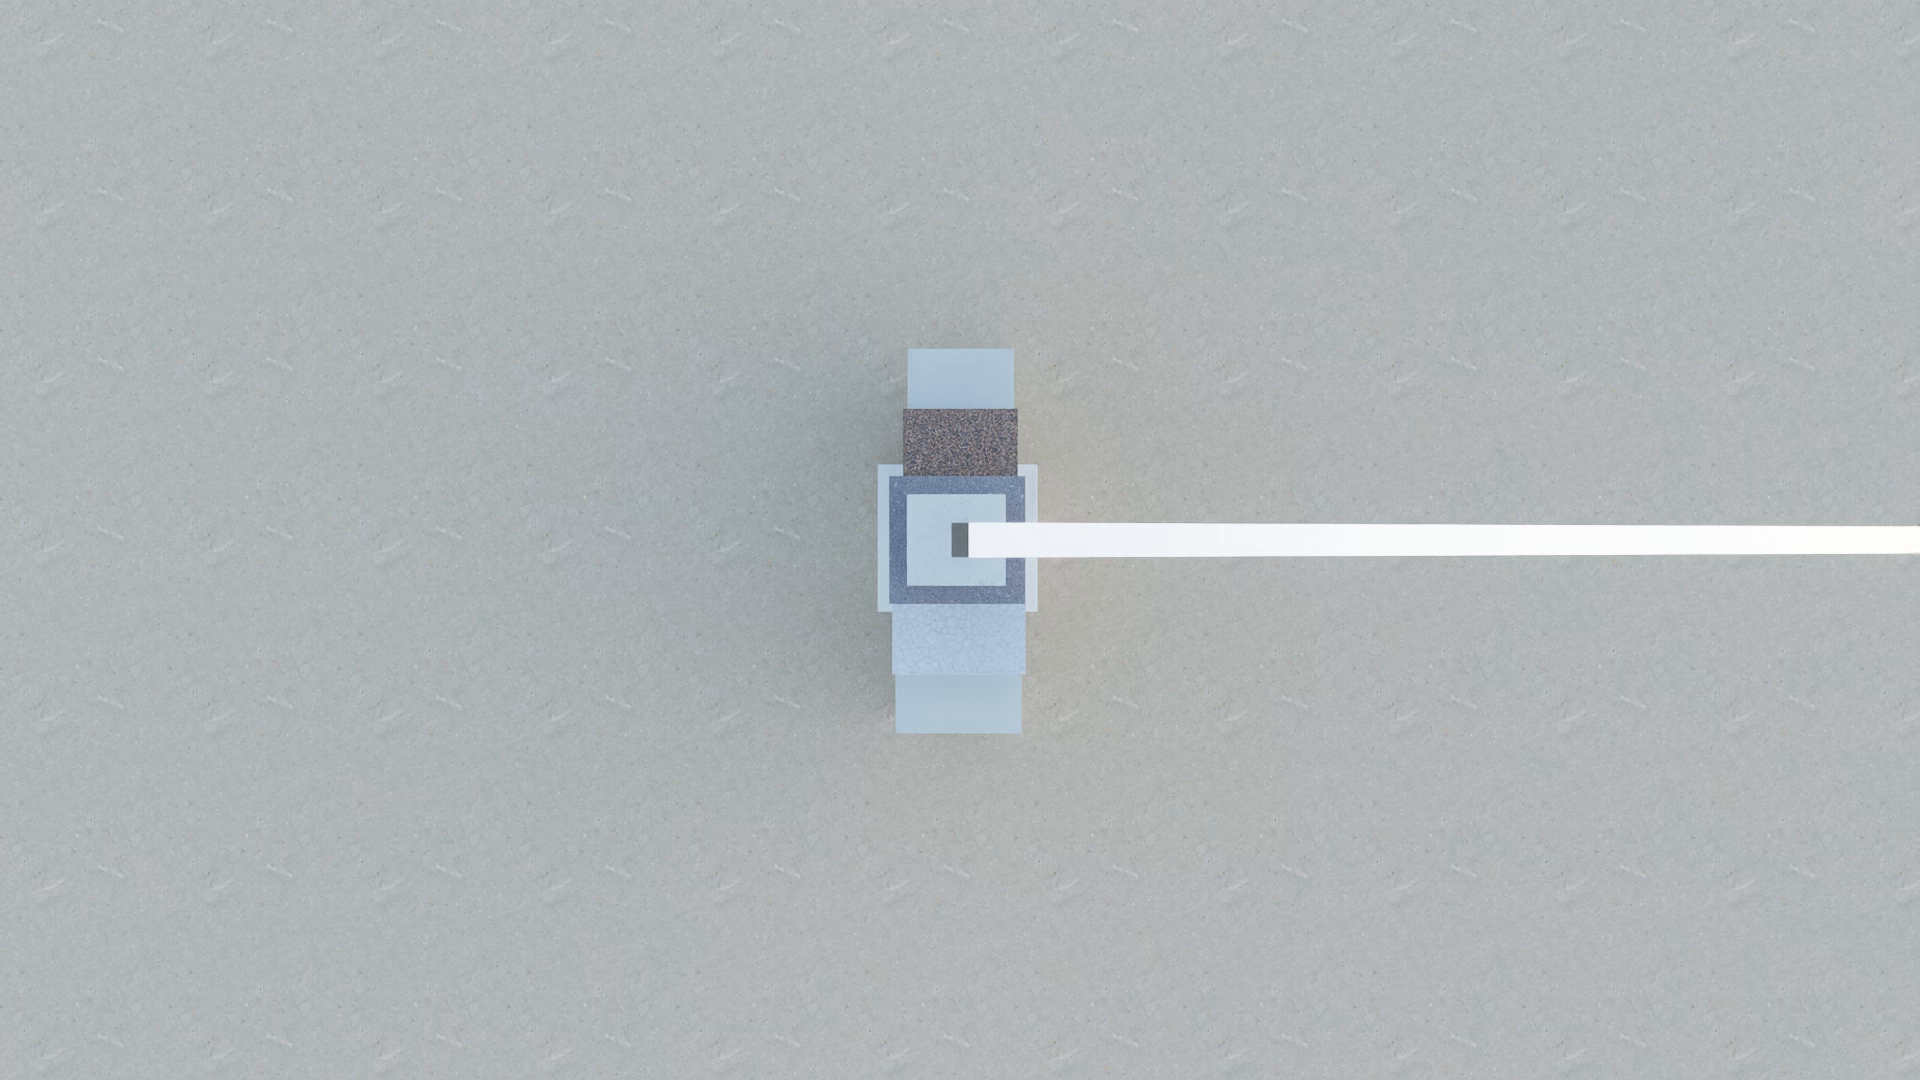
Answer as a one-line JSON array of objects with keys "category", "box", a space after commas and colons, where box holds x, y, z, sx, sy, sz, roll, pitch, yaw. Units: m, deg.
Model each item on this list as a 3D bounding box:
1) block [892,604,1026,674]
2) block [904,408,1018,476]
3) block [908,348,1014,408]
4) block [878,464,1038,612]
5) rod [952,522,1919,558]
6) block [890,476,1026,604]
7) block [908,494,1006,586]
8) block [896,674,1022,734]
[{"category": "block", "box": [-0.005, 0.335, 11.736, 0.685, 0.840, 0.714, 0, 90, 0]}, {"category": "block", "box": [0.002, -0.362, 11.872, 0.603, 0.568, 0.660, 0, 90, 0]}, {"category": "block", "box": [0.005, -0.755, 12.725, 0.601, 0.550, 0.655, 0, 90, 0]}, {"category": "block", "box": [-0.013, -0.010, 12.578, 0.883, 0.844, 0.814, 0, 90, 0]}, {"category": "rod", "box": [2.234, 0.000, 6.403, 5.200, 0.080, 0.080, 0, 90, -31]}, {"category": "block", "box": [-0.013, 0.000, 10.505, 0.632, 0.582, 0.593, 0, 90, 0]}, {"category": "block", "box": [-0.016, 0.000, 10.001, 0.438, 0.426, 0.406, 0, 90, 0]}, {"category": "block", "box": [-0.008, 0.745, 12.653, 0.705, 0.693, 0.676, 0, 90, 0]}]
